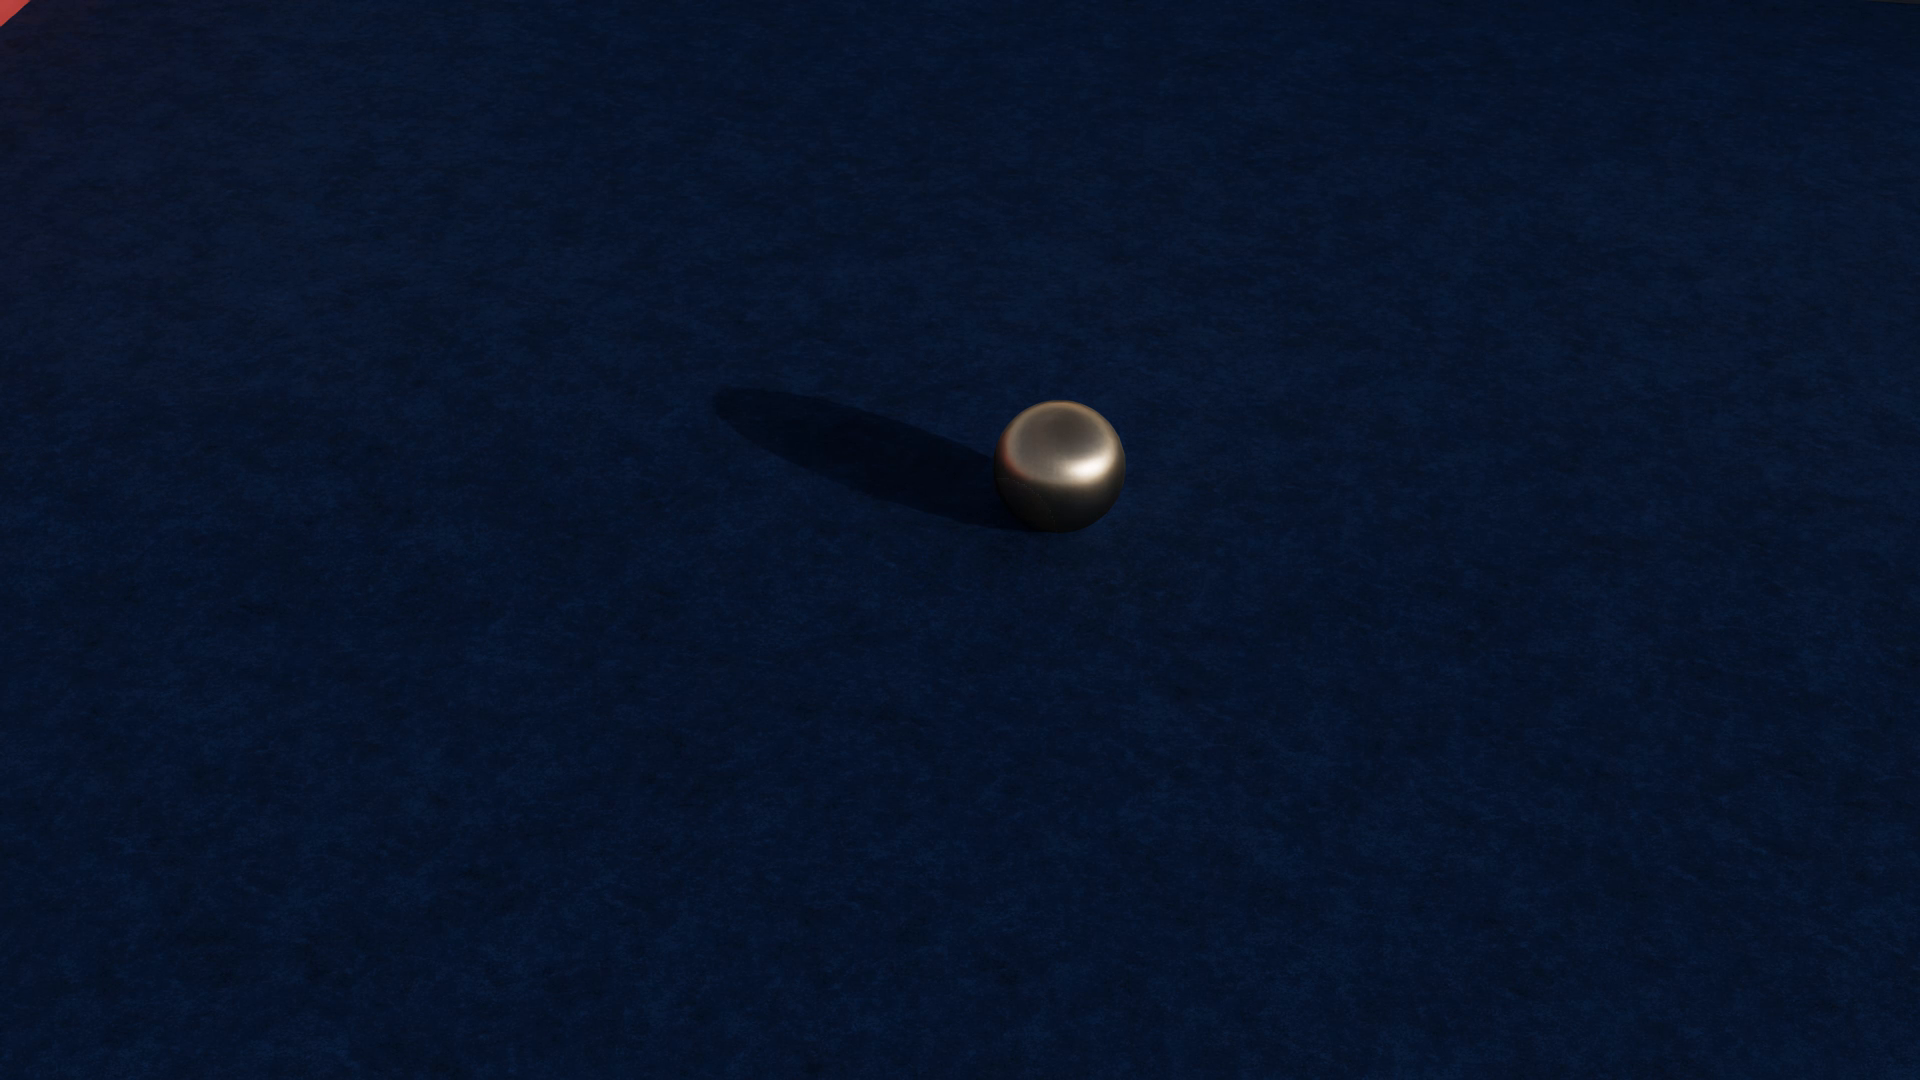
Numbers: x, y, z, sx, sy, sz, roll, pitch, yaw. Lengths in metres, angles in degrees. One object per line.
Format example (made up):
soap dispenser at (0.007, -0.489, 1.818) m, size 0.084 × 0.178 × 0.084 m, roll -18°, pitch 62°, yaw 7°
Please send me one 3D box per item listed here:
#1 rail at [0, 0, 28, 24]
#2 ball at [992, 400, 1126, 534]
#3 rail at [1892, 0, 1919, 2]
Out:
rail at (-1.034, -0.121, 1.849) m, size 0.045 × 0.120 × 2.230 m, roll 6°, pitch 36°, yaw 8°
ball at (0.069, -0.051, 1.776) m, size 0.092 × 0.092 × 0.092 m, roll 0°, pitch 35°, yaw 0°
rail at (1.242, -0.536, 2.435) m, size 4.292 × 0.120 × 0.045 m, roll 6°, pitch 36°, yaw 8°
